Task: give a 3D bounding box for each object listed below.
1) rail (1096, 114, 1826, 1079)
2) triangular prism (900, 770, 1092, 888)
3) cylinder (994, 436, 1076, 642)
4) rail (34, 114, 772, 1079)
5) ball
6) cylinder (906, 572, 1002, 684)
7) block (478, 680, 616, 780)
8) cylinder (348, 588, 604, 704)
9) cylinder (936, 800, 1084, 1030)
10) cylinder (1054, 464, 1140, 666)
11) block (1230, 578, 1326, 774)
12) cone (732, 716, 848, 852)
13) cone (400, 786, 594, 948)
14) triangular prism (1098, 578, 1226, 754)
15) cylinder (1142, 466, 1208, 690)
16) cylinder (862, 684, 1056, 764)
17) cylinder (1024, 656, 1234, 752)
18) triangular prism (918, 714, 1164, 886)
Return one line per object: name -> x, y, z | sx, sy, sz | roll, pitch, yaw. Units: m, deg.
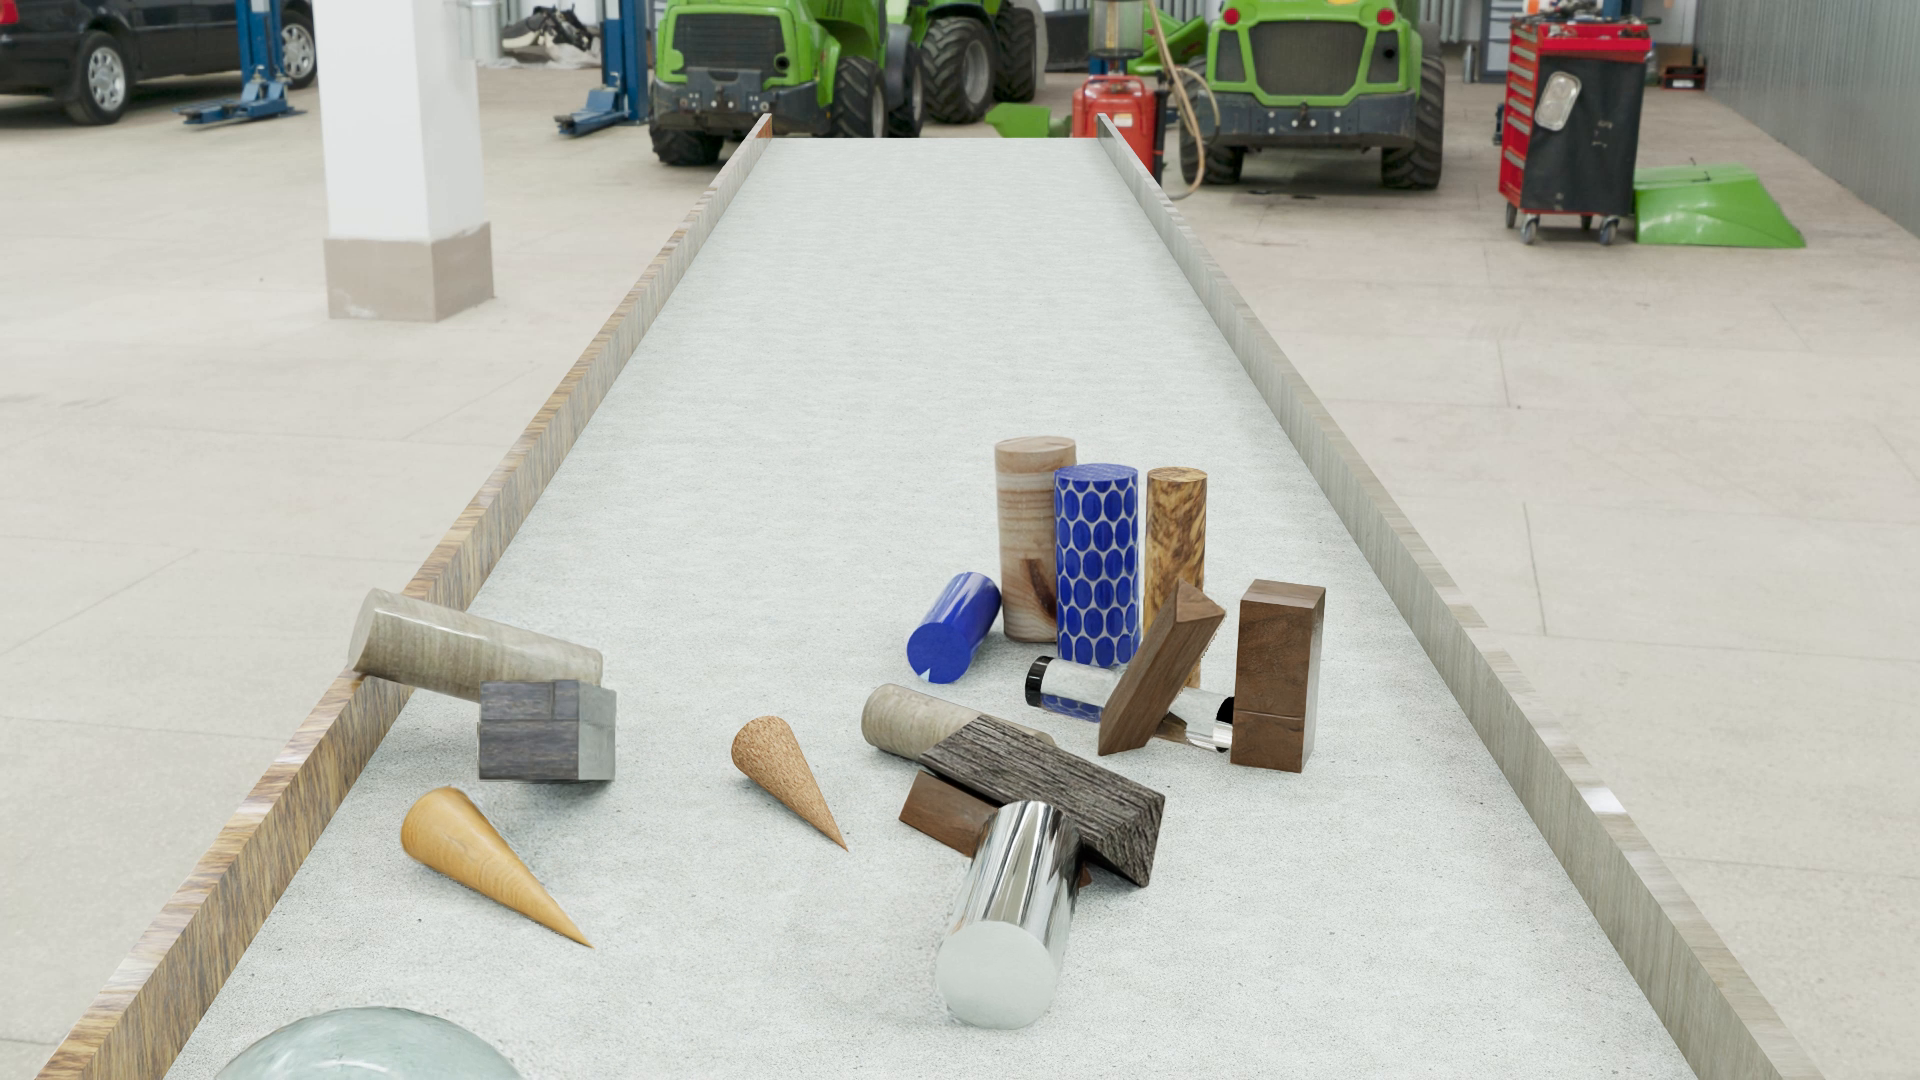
rail -> 0.932, -0.844, 7.801 | 0.050, 0.150, 12.000 | 0, 17, -1
triangular prism -> 0.052, 0.462, 3.529 | 0.091, 0.079, 0.379 | -13, 21, -37
cylinder -> 0.163, -0.003, 4.524 | 0.167, 0.396, 0.167 | -3, 14, 1
rail -> -1.118, -0.838, 7.780 | 0.050, 0.150, 12.000 | 0, 17, -1
ball -> -0.593, 0.663, 2.185 | 0.393, 0.393, 0.393 | 0, 17, 0
cylinder -> -0.008, 0.173, 4.424 | 0.127, 0.127, 0.335 | 3, 17, 11
block -> -0.676, 0.319, 3.636 | 0.155, 0.155, 0.389 | 0, -6, 0
cylinder -> -0.871, 0.216, 3.967 | 0.424, 0.151, 0.151 | 18, 8, -25
cylinder -> 0.078, 0.530, 3.159 | 0.163, 0.163, 0.407 | 2, 17, 8
cylinder -> 0.274, 0.048, 4.392 | 0.167, 0.375, 0.167 | -2, 14, 0
block -> 0.562, 0.239, 3.883 | 0.127, 0.305, 0.127 | 7, 18, 18
cone -> -0.260, 0.430, 3.678 | 0.116, 0.116, 0.365 | -8, 28, -26
cone -> -0.681, 0.525, 3.351 | 0.128, 0.128, 0.436 | -15, 31, -42
triangular prism -> 0.331, 0.220, 3.830 | 0.098, 0.397, 0.085 | -9, 55, -27
cylinder -> 0.400, 0.095, 4.115 | 0.111, 0.451, 0.111 | 0, 17, 0
cylinder -> -0.004, 0.349, 3.845 | 0.357, 0.118, 0.118 | 14, 22, 40
cylinder -> 0.313, 0.299, 4.039 | 0.393, 0.103, 0.103 | 11, 20, 32
triangular prism -> 0.144, 0.398, 3.542 | 0.440, 0.130, 0.150 | 20, -18, 49
